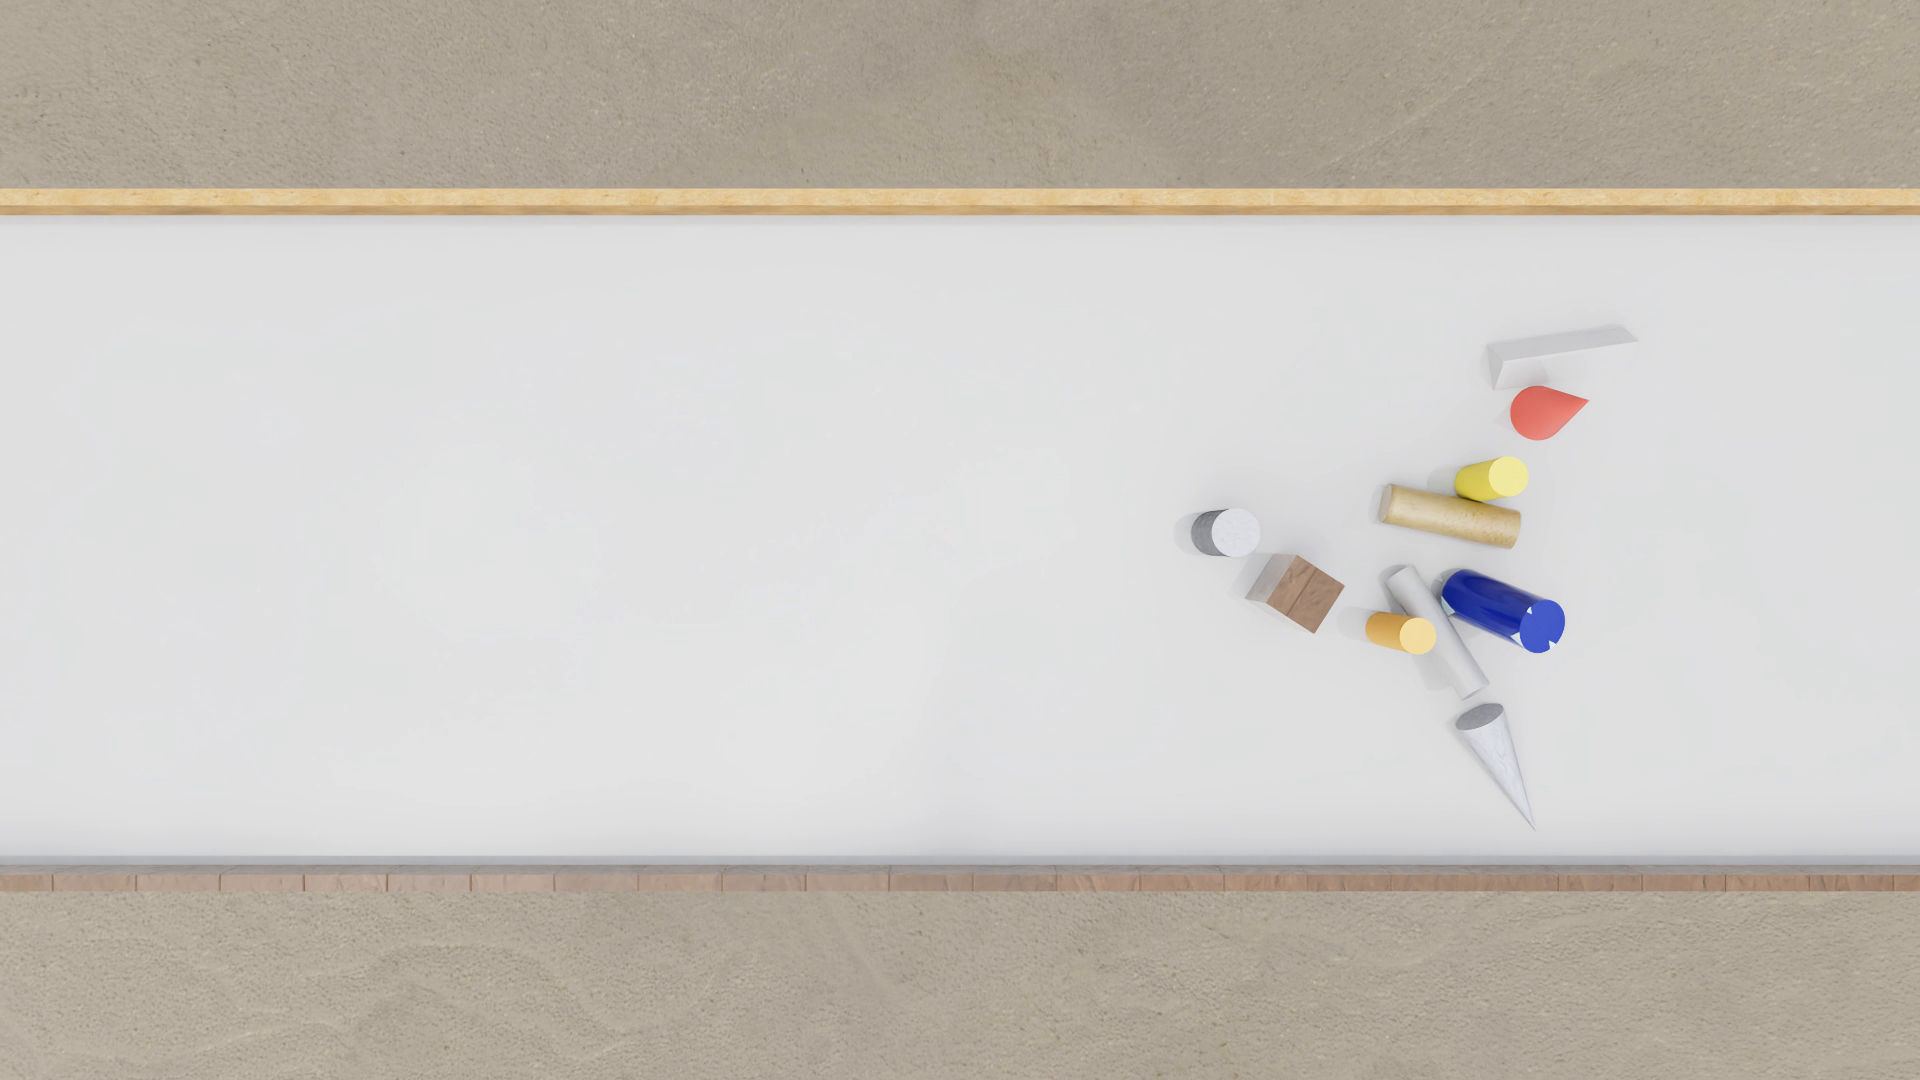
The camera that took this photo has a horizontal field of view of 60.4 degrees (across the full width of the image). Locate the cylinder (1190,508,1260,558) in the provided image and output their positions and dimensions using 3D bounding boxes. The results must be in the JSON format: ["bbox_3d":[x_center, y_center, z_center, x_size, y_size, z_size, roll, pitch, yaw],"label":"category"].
[{"bbox_3d":[0.780,-0.020,4.867,0.138,0.420,0.138,0,90,0],"label":"cylinder"}]

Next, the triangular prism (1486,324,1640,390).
[{"bbox_3d":[1.835,-0.562,5.012,0.414,0.122,0.141,-8,90,0],"label":"triangular prism"}]

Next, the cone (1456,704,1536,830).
[{"bbox_3d":[1.675,0.718,5.039,0.151,0.151,0.422,-29,100,0],"label":"cone"}]

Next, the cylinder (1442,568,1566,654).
[{"bbox_3d":[1.602,0.206,4.879,0.160,0.361,0.160,-5,105,-20],"label":"cylinder"}]

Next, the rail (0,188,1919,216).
[{"bbox_3d":[-2.247,-1.025,5.002,12.000,0.150,0.050,0,90,0],"label":"rail"}]

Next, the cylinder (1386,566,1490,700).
[{"bbox_3d":[1.436,0.278,4.960,0.100,0.100,0.418,-28,71,0],"label":"cylinder"}]

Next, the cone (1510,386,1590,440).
[{"bbox_3d":[1.777,-0.392,4.864,0.170,0.424,0.170,0,90,0],"label":"cone"}]

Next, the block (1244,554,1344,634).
[{"bbox_3d":[0.989,0.156,4.899,0.165,0.355,0.165,33,90,0],"label":"block"}]

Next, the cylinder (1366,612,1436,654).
[{"bbox_3d":[1.300,0.273,4.878,0.104,0.397,0.104,0,90,0],"label":"cylinder"}]

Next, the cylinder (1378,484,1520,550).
[{"bbox_3d":[1.487,-0.072,5.015,0.397,0.123,0.123,12,90,0],"label":"cylinder"}]

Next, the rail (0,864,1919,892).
[{"bbox_3d":[-2.247,1.025,5.001,12.000,0.150,0.050,0,90,0],"label":"rail"}]

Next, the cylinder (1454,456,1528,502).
[{"bbox_3d":[1.581,-0.178,4.918,0.116,0.313,0.116,0,88,-1],"label":"cylinder"}]
